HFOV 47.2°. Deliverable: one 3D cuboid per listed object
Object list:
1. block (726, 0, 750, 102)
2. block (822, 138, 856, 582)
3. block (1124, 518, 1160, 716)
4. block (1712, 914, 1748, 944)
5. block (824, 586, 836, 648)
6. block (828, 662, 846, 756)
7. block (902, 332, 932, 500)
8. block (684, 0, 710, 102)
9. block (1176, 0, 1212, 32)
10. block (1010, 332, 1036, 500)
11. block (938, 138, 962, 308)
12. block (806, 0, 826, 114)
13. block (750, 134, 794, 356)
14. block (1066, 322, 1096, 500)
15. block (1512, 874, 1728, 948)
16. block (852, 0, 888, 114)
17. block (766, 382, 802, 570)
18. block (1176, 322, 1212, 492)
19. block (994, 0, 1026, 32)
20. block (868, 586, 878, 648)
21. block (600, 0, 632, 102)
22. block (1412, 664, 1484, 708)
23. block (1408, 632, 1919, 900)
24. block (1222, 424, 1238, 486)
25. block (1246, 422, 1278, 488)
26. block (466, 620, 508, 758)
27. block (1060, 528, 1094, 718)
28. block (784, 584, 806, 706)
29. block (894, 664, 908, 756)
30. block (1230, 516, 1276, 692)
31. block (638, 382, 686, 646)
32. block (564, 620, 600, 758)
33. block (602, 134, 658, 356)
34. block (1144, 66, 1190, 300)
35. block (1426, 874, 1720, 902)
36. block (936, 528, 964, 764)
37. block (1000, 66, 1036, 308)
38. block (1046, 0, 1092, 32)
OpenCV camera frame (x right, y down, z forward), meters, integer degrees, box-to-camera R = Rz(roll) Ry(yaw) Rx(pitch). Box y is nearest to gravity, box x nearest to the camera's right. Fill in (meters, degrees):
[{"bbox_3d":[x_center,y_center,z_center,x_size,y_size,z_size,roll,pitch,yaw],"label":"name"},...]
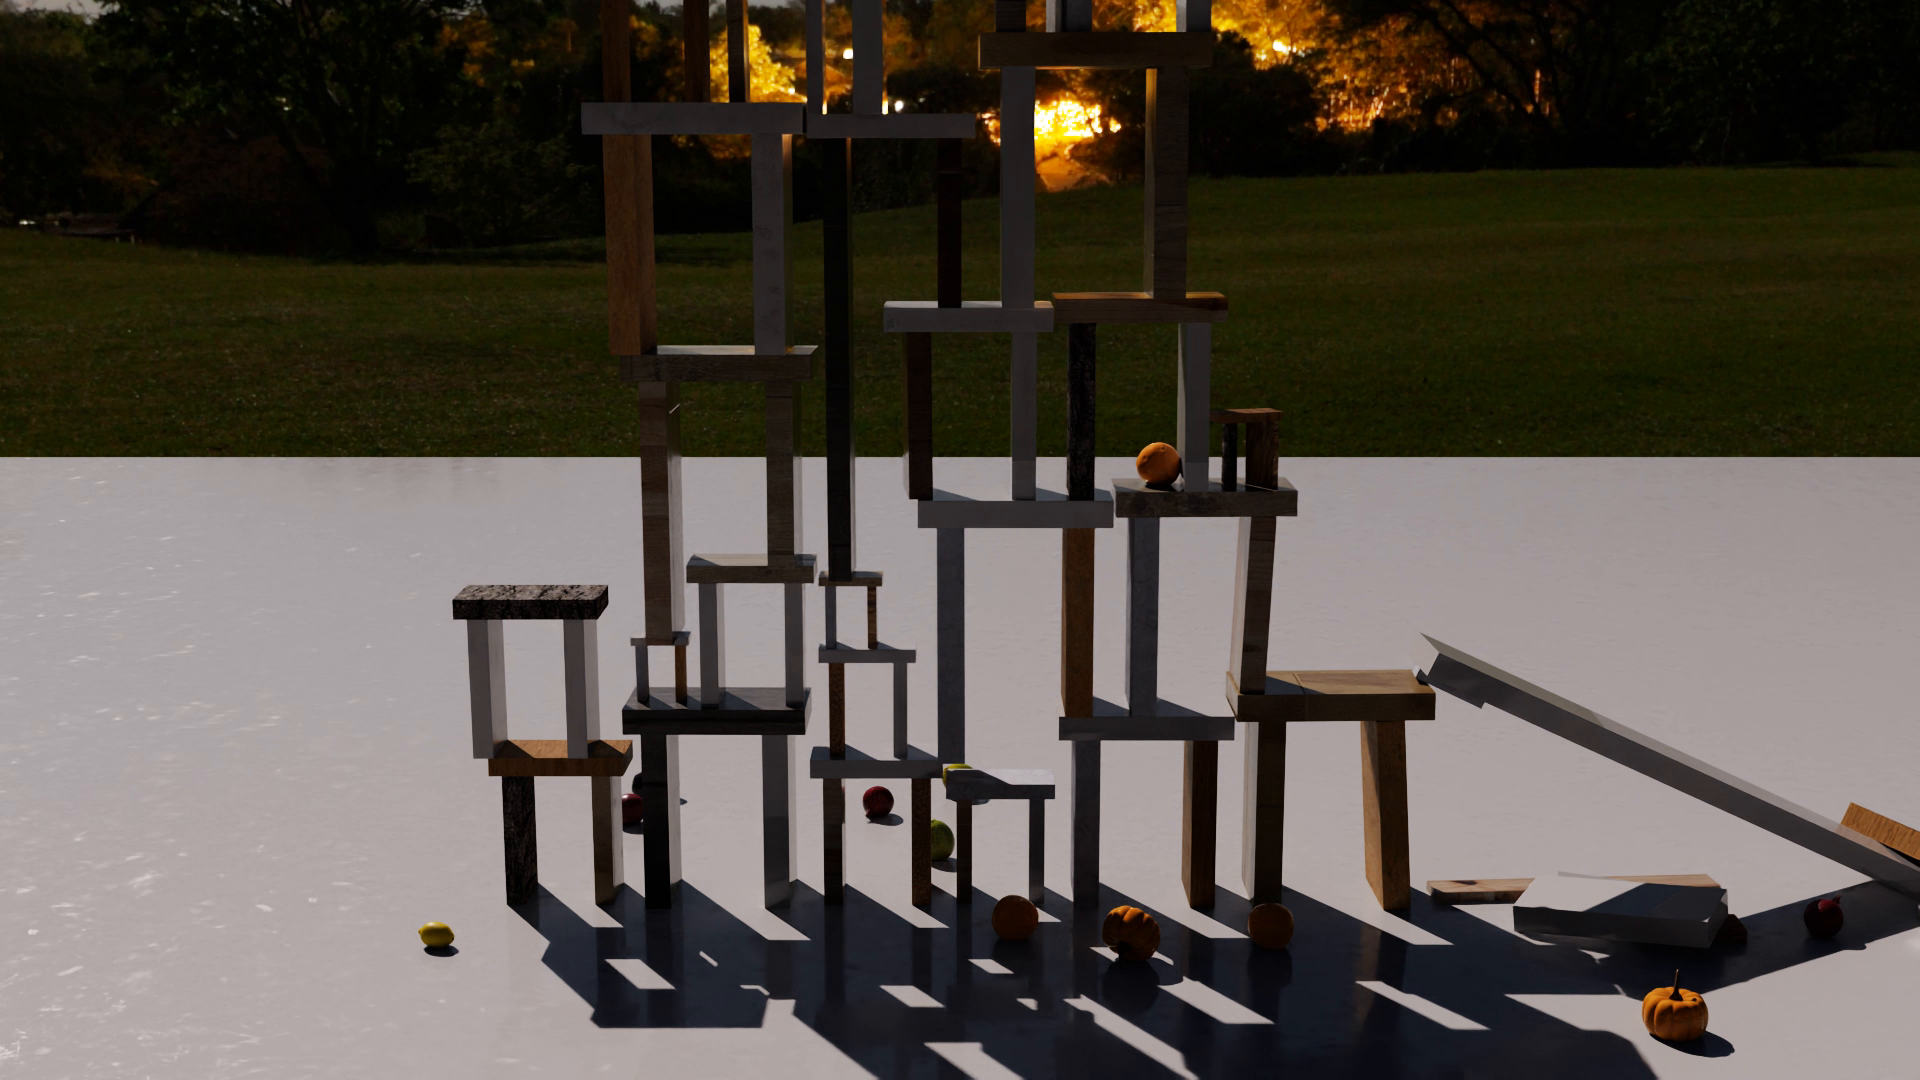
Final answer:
[{"bbox_3d":[-0.344,-0.768,3.413,0.025,0.175,0.088,-1,11,0],"label":"block"},{"bbox_3d":[-0.192,-0.288,3.512,0.037,0.697,0.130,0,11,1],"label":"block"},{"bbox_3d":[0.296,0.111,3.583,0.041,0.325,0.143,0,11,0],"label":"block"},{"bbox_3d":[1.160,0.614,3.483,0.150,0.021,0.075,1,11,5],"label":"block"},{"bbox_3d":[-0.210,0.121,3.581,0.015,0.103,0.051,0,11,0],"label":"block"},{"bbox_3d":[-0.202,0.269,3.614,0.022,0.157,0.079,0,11,-1],"label":"block"},{"bbox_3d":[-0.069,-0.207,3.525,0.038,0.266,0.133,-2,11,-5],"label":"block"},{"bbox_3d":[-0.408,-0.774,3.411,0.027,0.189,0.095,0,11,1],"label":"block"},{"bbox_3d":[0.361,-0.918,3.386,0.039,0.272,0.136,0,11,-1],"label":"block"},{"bbox_3d":[0.101,-0.206,3.521,0.038,0.265,0.133,0,11,0],"label":"block"},{"bbox_3d":[-0.016,-0.502,3.469,0.037,0.260,0.130,0,11,0],"label":"block"},{"bbox_3d":[-0.224,-0.759,3.416,0.025,0.192,0.088,0,11,0],"label":"block"},{"bbox_3d":[-0.294,-0.468,3.468,0.048,0.337,0.169,0,11,1],"label":"block"},{"bbox_3d":[0.193,-0.213,3.520,0.038,0.280,0.134,0,11,0],"label":"block"},{"bbox_3d":[1.045,0.586,3.481,0.299,0.042,0.149,0,12,30],"label":"block"},{"bbox_3d":[-0.140,-0.883,3.393,0.046,0.442,0.161,0,11,0],"label":"block"},{"bbox_3d":[-0.282,-0.114,3.530,0.042,0.298,0.149,0,11,1],"label":"block"},{"bbox_3d":[0.373,-0.220,3.516,0.038,0.267,0.134,0,11,0],"label":"block"},{"bbox_3d":[0.077,-0.942,3.381,0.046,0.322,0.161,0,11,0],"label":"block"},{"bbox_3d":[-0.142,0.121,3.580,0.015,0.103,0.051,0,11,0],"label":"block"},{"bbox_3d":[-0.534,-0.774,3.413,0.027,0.189,0.094,0,11,1],"label":"block"},{"bbox_3d":[0.802,0.238,3.611,0.118,0.017,0.059,25,9,2],"label":"block"},{"bbox_3d":[1.182,0.377,3.645,0.931,0.042,0.149,24,9,-5],"label":"block"},{"bbox_3d":[0.434,-0.142,3.538,0.015,0.105,0.053,-1,11,-4],"label":"block"},{"bbox_3d":[0.484,-0.140,3.527,0.053,0.105,0.015,9,14,41],"label":"block"},{"bbox_3d":[-0.774,0.231,3.604,0.033,0.231,0.116,0,11,0],"label":"block"},{"bbox_3d":[0.191,0.119,3.583,0.044,0.310,0.155,0,11,0],"label":"block"},{"bbox_3d":[-0.269,0.159,3.592,0.029,0.203,0.102,0,11,-1],"label":"block"},{"bbox_3d":[-0.097,0.269,3.613,0.022,0.158,0.079,0,10,0],"label":"block"},{"bbox_3d":[0.476,0.092,3.578,0.041,0.286,0.143,2,11,0],"label":"block"},{"bbox_3d":[-0.480,-0.053,3.546,0.042,0.423,0.149,0,11,1],"label":"block"},{"bbox_3d":[-0.619,0.230,3.604,0.033,0.231,0.116,0,11,1],"label":"block"},{"bbox_3d":[-0.520,-0.469,3.473,0.048,0.338,0.169,0,11,1],"label":"block"},{"bbox_3d":[0.323,-0.562,3.455,0.050,0.353,0.176,0,11,0],"label":"block"},{"bbox_3d":[1.023,0.581,3.671,0.481,0.017,0.059,-1,11,-4],"label":"block"},{"bbox_3d":[-0.015,0.157,3.590,0.044,0.387,0.155,0,11,0],"label":"block"},{"bbox_3d":[0.089,-0.554,3.454,0.050,0.367,0.176,0,11,0],"label":"block"},{"bbox_3d":[0.168,-0.917,3.382,0.039,0.272,0.136,-2,11,-11],"label":"block"}]
